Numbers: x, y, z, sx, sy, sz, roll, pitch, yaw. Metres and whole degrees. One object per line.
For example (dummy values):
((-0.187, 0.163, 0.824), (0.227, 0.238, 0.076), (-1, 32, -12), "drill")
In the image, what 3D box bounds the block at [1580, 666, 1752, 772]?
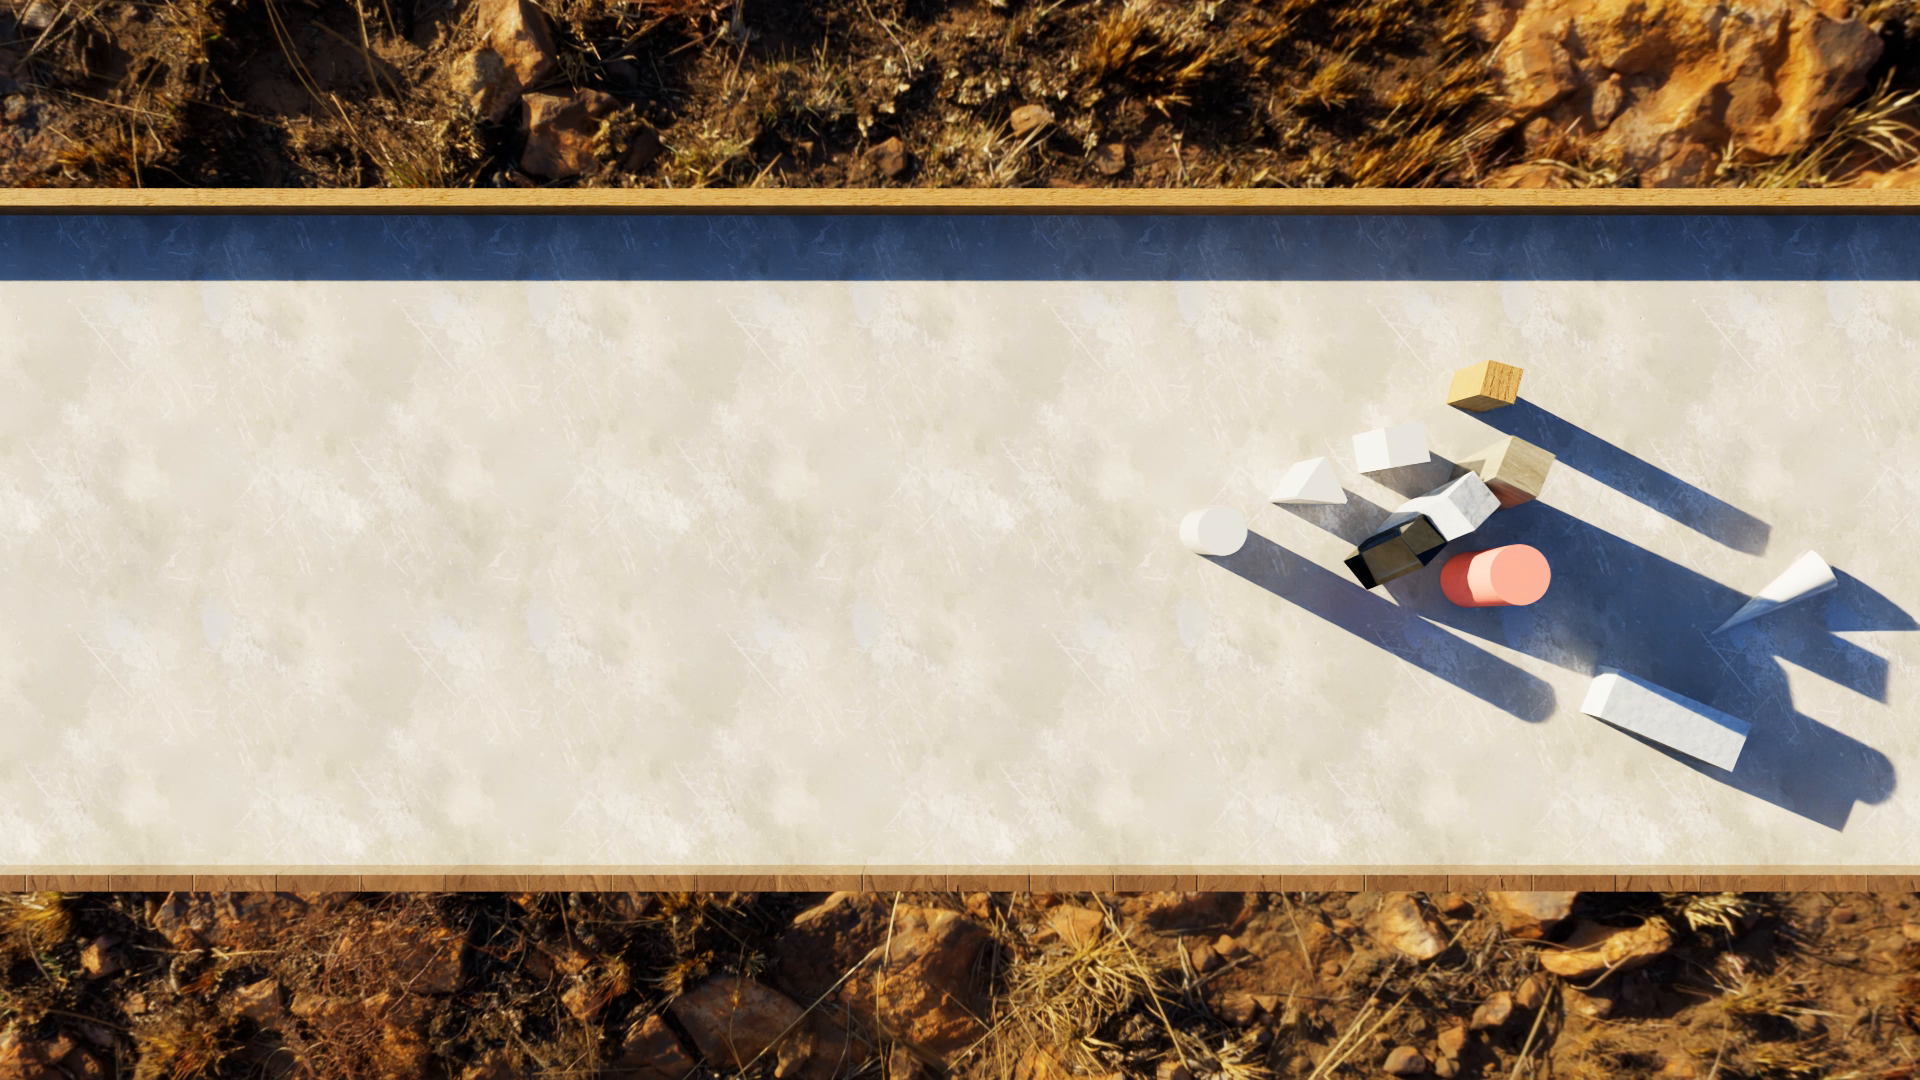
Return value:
((2.136, 0.539, 4.999), (0.428, 0.155, 0.155), (23, 90, 0), "block")

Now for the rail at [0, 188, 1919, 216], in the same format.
((-2.247, -1.025, 5.002), (12.000, 0.150, 0.050), (0, 90, 0), "rail")

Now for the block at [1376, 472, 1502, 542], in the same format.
((1.407, -0.068, 4.866), (0.123, 0.402, 0.123), (-40, 90, -20), "block")

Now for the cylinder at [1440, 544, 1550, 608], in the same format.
((1.564, 0.110, 4.842), (0.170, 0.459, 0.170), (0, 87, -1), "cylinder")

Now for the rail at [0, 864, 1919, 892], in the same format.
((-2.247, 1.025, 5.001), (12.000, 0.150, 0.050), (0, 90, 0), "rail")

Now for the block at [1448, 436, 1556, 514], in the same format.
((1.571, -0.178, 4.844), (0.132, 0.450, 0.132), (25, 82, 0), "block")

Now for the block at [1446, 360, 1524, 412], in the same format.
((1.559, -0.456, 4.912), (0.103, 0.329, 0.103), (16, 90, 0), "block")

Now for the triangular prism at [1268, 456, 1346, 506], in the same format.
((1.027, -0.175, 4.867), (0.143, 0.419, 0.124), (5, 90, 0), "triangular prism")

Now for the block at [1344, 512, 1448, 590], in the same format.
((1.294, 0.037, 4.912), (0.115, 0.307, 0.115), (-39, 90, -24), "block")

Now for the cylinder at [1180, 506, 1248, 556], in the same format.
((0.746, -0.027, 4.885), (0.142, 0.383, 0.142), (0, 90, 0), "cylinder")

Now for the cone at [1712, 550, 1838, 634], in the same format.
((2.465, 0.189, 5.044), (0.383, 0.131, 0.131), (-33, 90, 10), "cone")

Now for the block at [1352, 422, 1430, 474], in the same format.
((1.275, -0.272, 4.889), (0.116, 0.376, 0.116), (-9, 90, 0), "block")
